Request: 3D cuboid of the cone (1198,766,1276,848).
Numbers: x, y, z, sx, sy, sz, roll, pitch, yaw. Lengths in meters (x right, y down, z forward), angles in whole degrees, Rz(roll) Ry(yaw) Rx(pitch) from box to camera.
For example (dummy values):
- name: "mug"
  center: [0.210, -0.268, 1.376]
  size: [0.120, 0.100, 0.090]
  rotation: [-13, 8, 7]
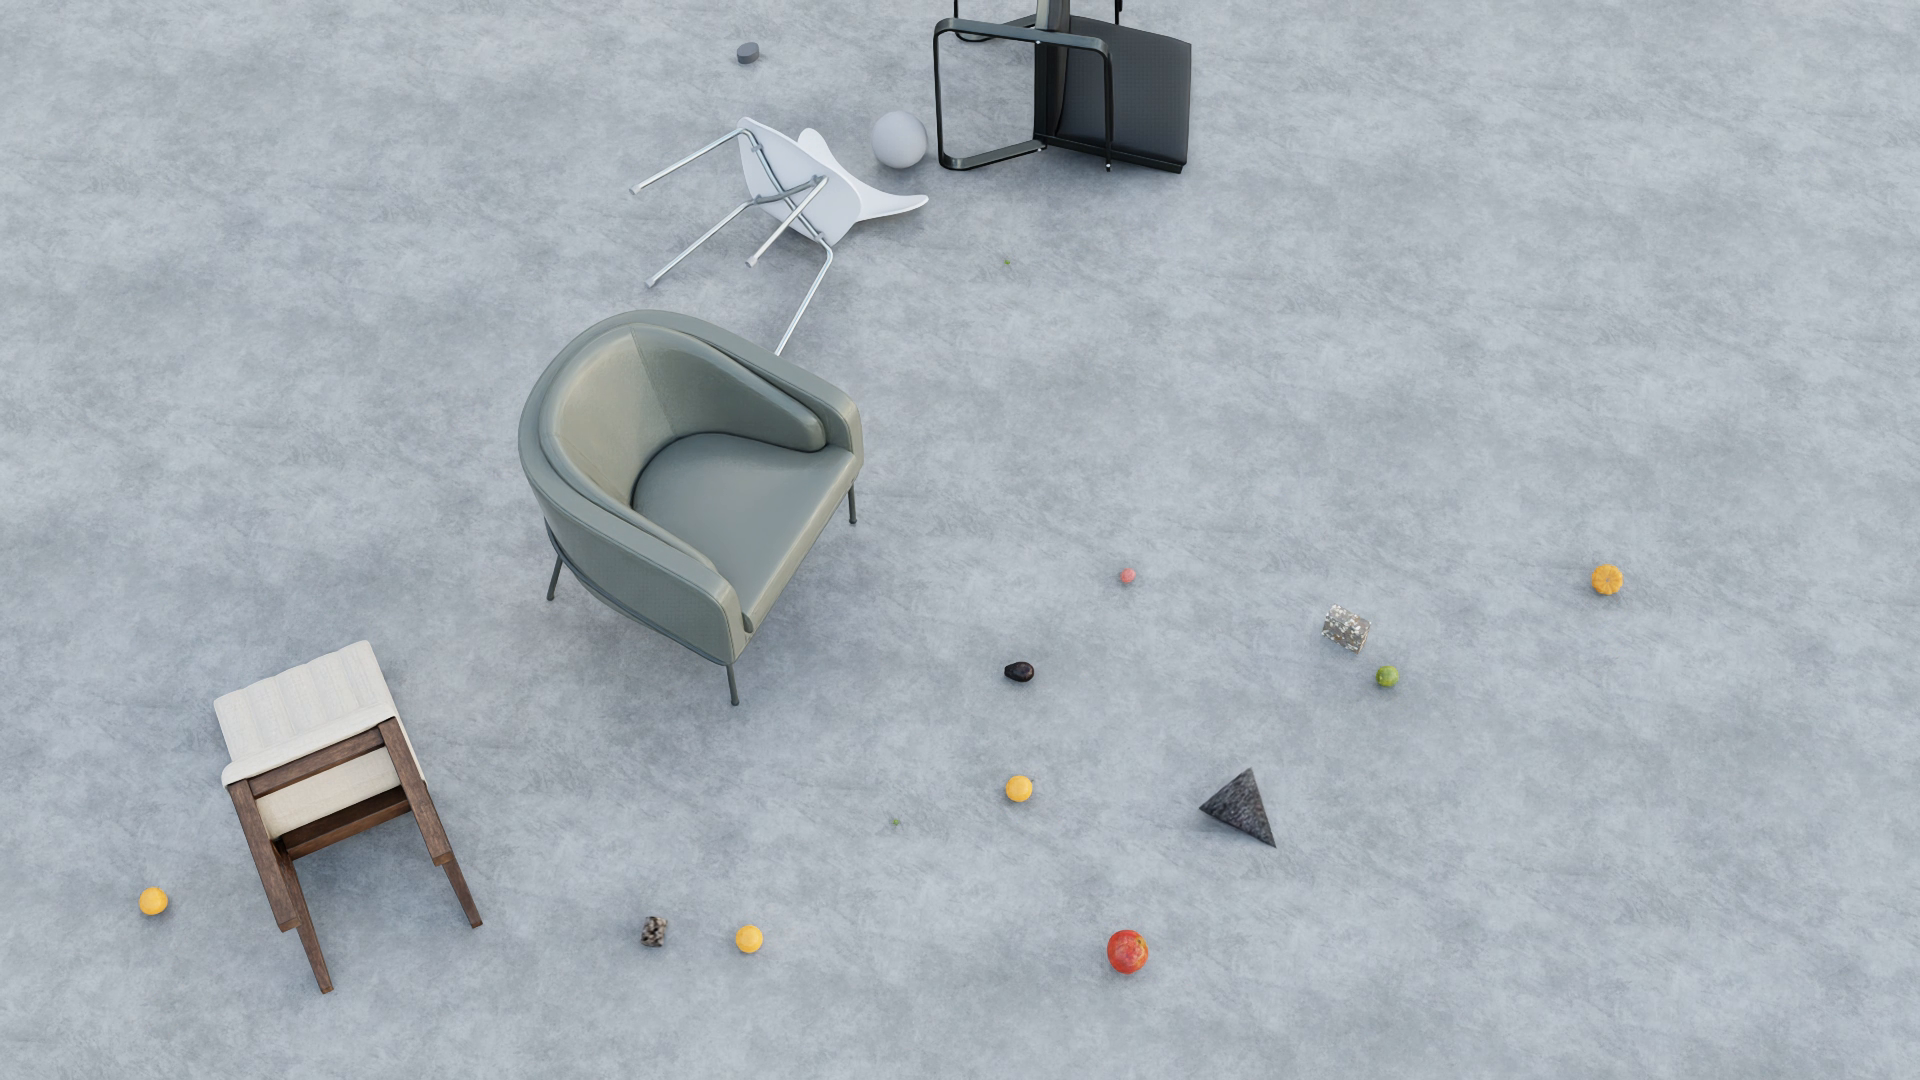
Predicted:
- name: "cone"
  center: [0.798, 0.763, 6.033]
  size: [0.205, 0.097, 0.216]
  rotation: [-33, 75, -26]

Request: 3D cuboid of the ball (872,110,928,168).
- name: "ball"
  center: [-0.202, -1.339, 7.358]
  size: [0.191, 0.191, 0.191]
  rotation: [0, 56, 0]

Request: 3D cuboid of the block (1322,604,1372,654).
- name: "block"
  center: [1.113, 0.256, 6.337]
  size: [0.119, 0.109, 0.049]
  rotation: [29, 61, 18]

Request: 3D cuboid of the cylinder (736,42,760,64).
- name: "cylinder"
  center: [-0.741, -1.703, 7.694]
  size: [0.084, 0.038, 0.060]
  rotation: [-33, 62, -20]

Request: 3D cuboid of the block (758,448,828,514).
- name: "block"
  center: [-0.504, -0.180, 6.646]
  size: [0.168, 0.081, 0.122]
  rotation: [-27, 60, -17]
